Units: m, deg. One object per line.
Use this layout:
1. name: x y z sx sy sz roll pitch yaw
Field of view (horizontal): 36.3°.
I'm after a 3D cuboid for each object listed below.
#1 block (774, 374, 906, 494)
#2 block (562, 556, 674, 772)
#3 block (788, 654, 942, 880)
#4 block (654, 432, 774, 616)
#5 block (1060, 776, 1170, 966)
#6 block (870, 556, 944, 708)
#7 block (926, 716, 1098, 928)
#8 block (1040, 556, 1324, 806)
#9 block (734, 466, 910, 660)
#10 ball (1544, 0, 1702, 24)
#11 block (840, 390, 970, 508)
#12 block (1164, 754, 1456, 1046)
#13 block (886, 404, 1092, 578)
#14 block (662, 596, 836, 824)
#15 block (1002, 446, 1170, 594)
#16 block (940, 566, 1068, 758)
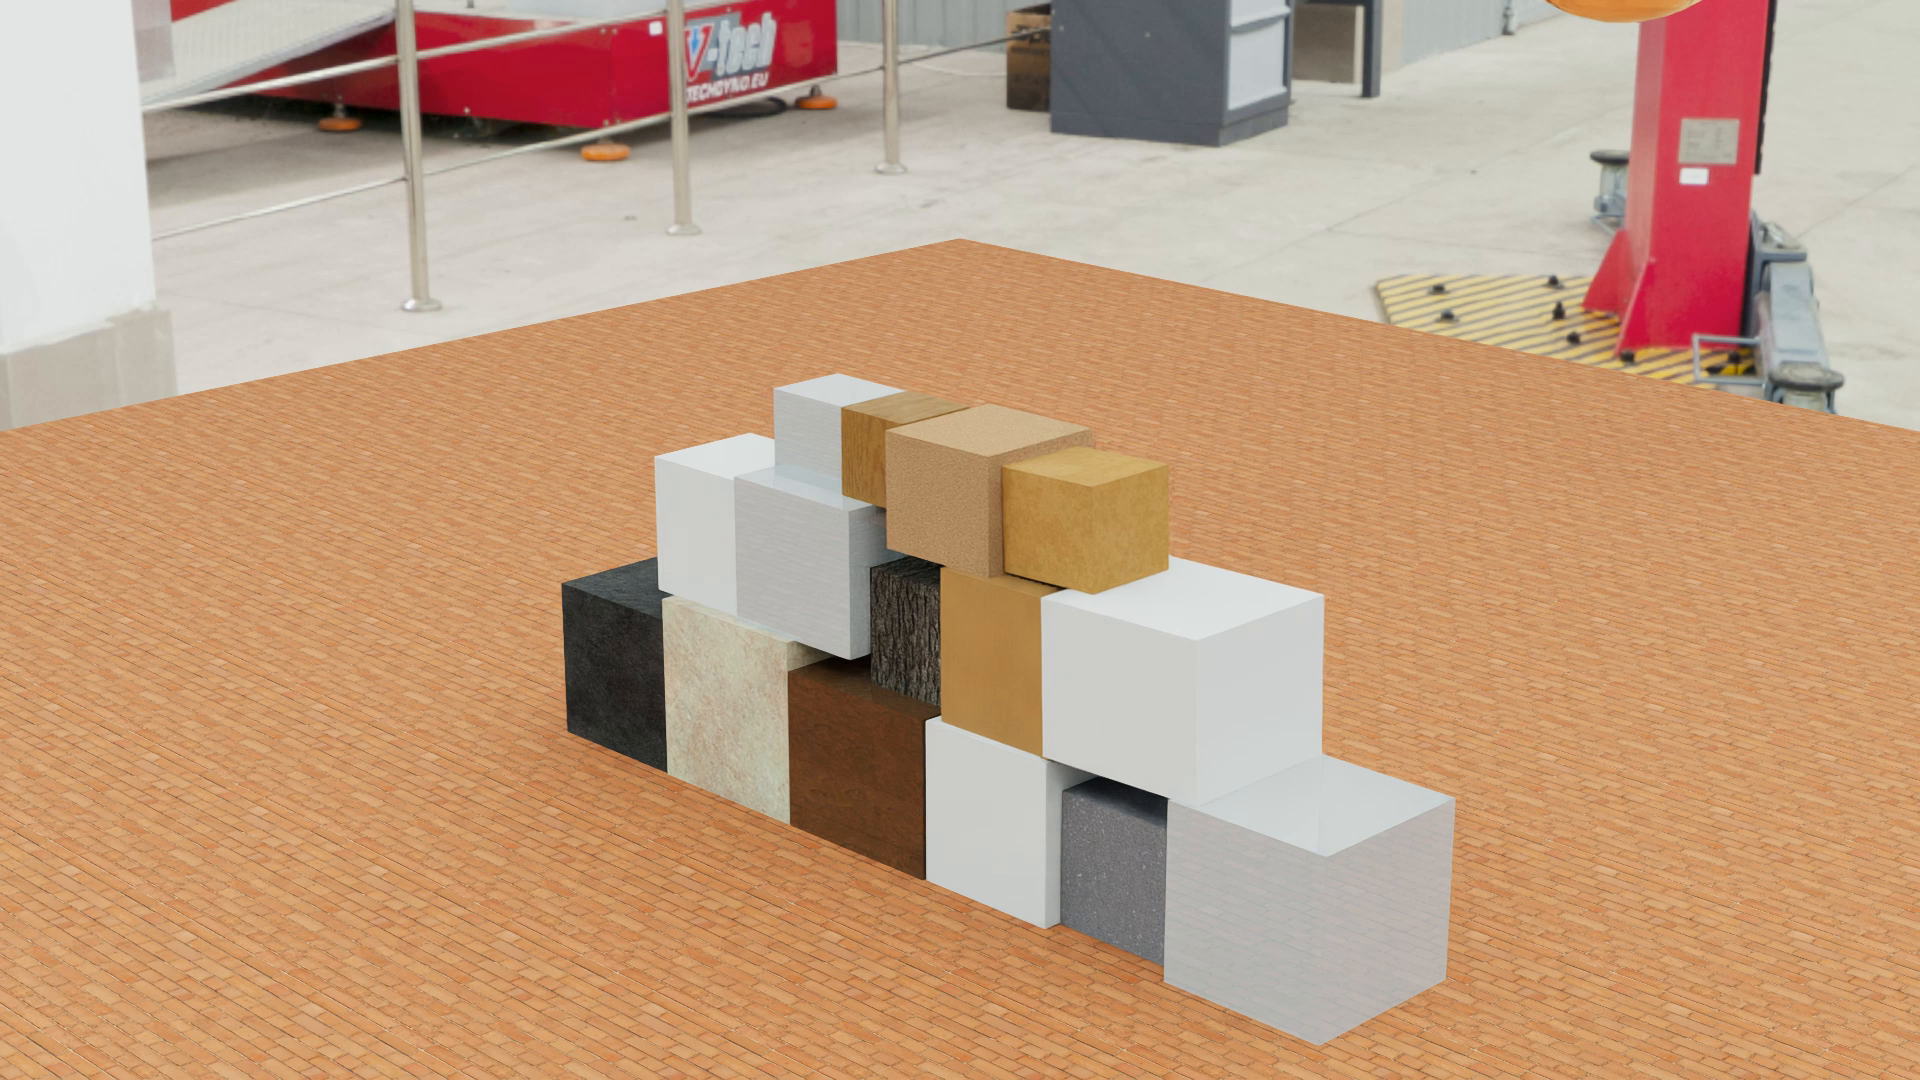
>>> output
1. block: -0.563 -0.504 13.780 0.409 0.419 0.471 -17 24 -42
2. block: -1.470 0.610 15.054 0.780 0.810 0.812 -17 24 -42
3. block: -0.189 0.997 13.868 0.848 0.783 0.902 -17 24 -42
4. block: -1.051 -0.081 14.389 0.618 0.682 0.622 -17 24 -42
5. block: 0.908 1.401 12.830 0.622 0.635 0.691 -17 24 -42
6. block: -0.039 0.404 13.511 0.486 0.561 0.571 -17 24 -42
7. block: 0.397 1.175 13.304 0.813 0.778 0.745 -17 24 -42
8. block: 0.951 0.584 12.544 0.828 0.721 0.869 -17 22 -42
9. block: -0.534 0.052 13.907 0.794 0.717 0.713 17 24 42
10. ball: 3.645 -3.635 16.020 1.600 1.600 1.600 0 17 0
11. block: -0.249 -0.410 13.485 0.402 0.419 0.434 17 24 42
12. block: 1.460 1.470 12.286 0.860 0.829 0.831 -17 24 -42
13. block: 0.130 -0.231 13.158 0.662 0.550 0.643 -17 23 -42
14. block: -0.846 0.738 14.457 0.820 0.922 0.911 -17 24 -42
15. block: 0.547 -0.094 12.760 0.489 0.475 0.531 -17 22 -42
16. block: 0.389 0.465 13.059 0.683 0.723 0.659 -17 24 -42
